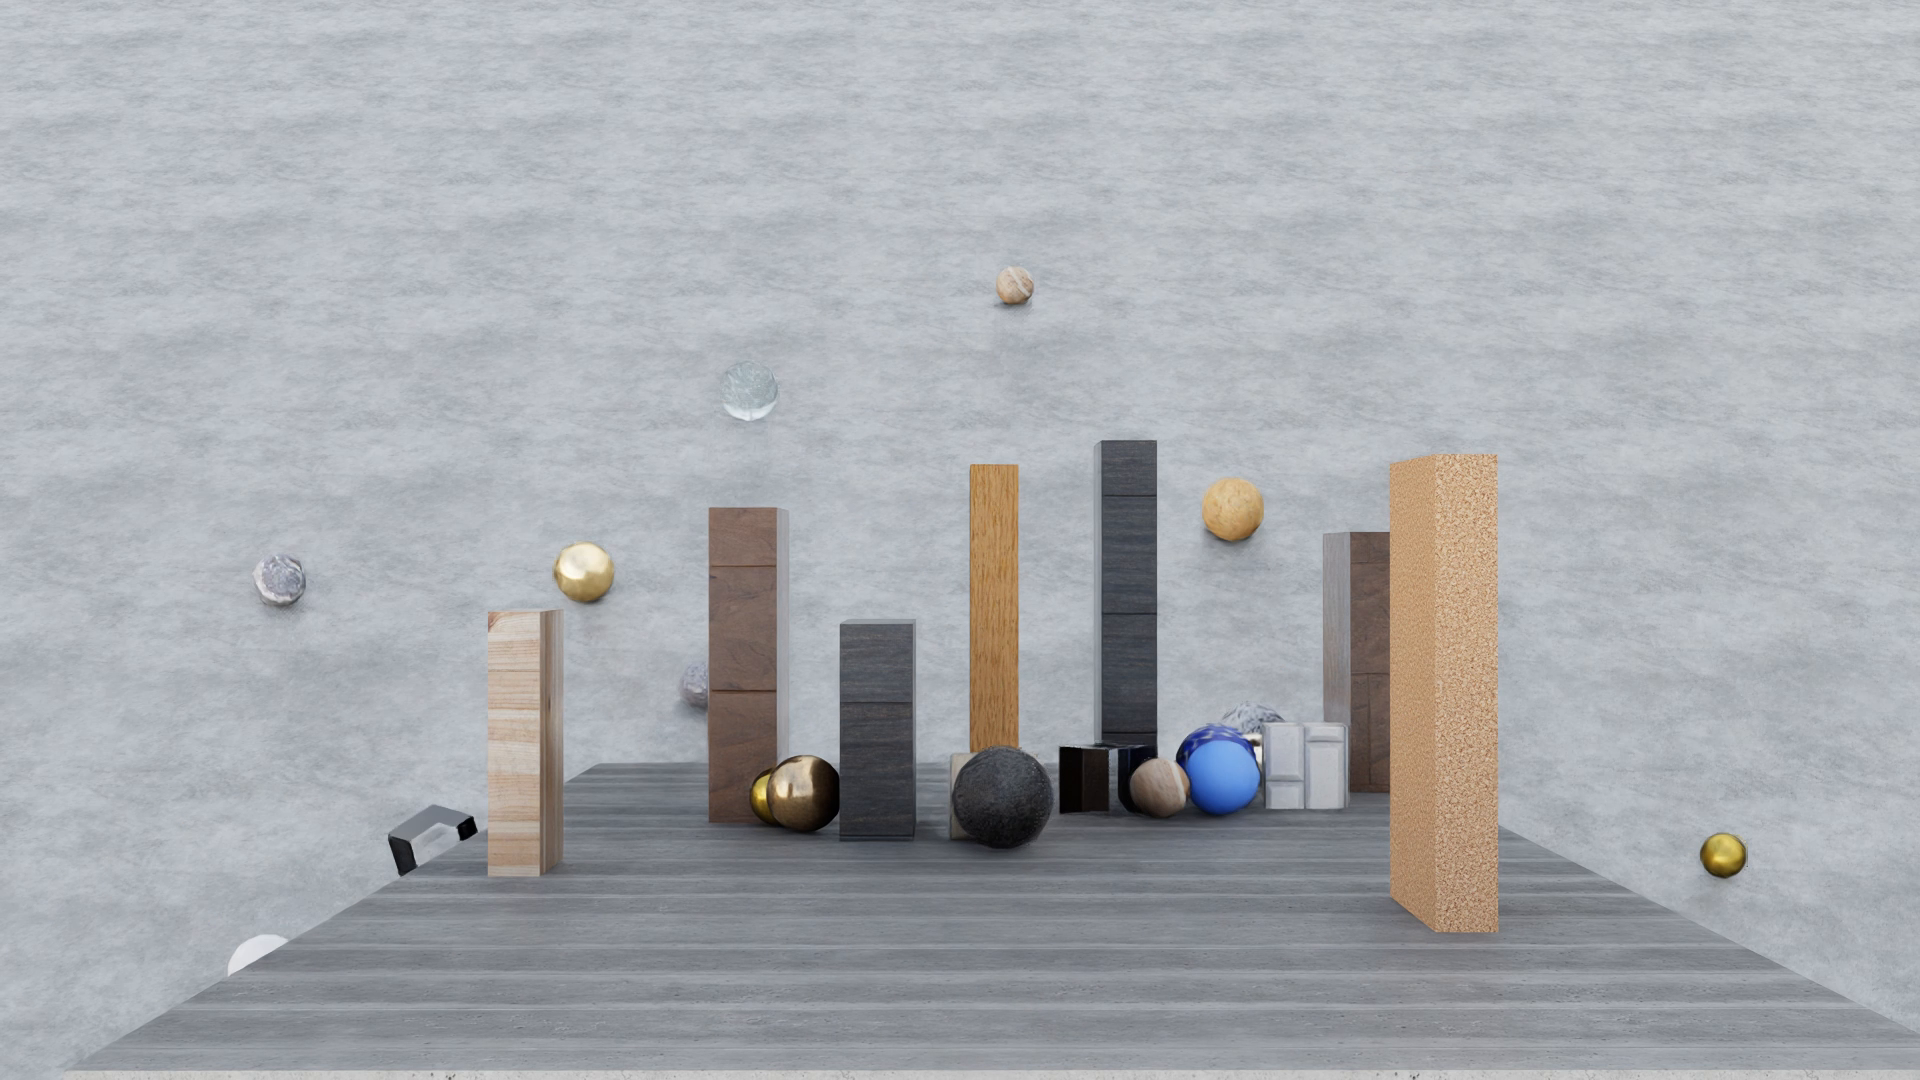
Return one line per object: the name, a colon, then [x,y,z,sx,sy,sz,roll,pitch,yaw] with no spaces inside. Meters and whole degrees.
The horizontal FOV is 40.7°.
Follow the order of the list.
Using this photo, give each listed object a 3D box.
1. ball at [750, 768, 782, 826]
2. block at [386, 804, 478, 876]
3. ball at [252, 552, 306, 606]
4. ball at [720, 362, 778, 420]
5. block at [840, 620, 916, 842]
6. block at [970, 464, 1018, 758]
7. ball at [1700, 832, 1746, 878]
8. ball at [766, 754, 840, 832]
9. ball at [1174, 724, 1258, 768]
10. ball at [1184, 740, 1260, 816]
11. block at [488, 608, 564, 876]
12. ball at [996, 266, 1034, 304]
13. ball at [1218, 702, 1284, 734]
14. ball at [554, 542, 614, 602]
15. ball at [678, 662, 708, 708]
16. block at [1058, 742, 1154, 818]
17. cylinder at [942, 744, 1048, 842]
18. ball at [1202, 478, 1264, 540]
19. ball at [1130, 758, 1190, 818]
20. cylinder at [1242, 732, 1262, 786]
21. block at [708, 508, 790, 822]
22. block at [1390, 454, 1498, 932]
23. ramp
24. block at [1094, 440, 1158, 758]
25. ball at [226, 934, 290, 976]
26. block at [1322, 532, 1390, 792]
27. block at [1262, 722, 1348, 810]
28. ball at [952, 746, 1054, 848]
ball: [-0.359,0.507,5.127,0.116,0.116,0.116,0,31,0]
block: [-1.281,0.763,6.352,0.151,0.151,0.151,9,30,38]
ball: [-1.963,0.114,7.471,0.154,0.154,0.154,0,31,0]
ball: [-0.688,-0.486,8.431,0.193,0.193,0.193,0,31,0]
block: [-0.157,0.361,5.028,0.137,0.407,0.375,0,0,0]
block: [0.066,0.211,5.164,0.092,0.710,0.408,0,0,0]
ball: [1.888,0.780,6.404,0.111,0.111,0.111,0,31,0]
ball: [-0.300,0.490,5.009,0.150,0.150,0.150,0,31,0]
ball: [0.544,0.480,5.502,0.175,0.175,0.175,0,31,0]
ball: [0.539,0.489,5.331,0.155,0.155,0.155,0,31,0]
block: [-0.744,0.341,4.446,0.086,0.441,0.264,0,0,0]
ball: [0.194,-0.902,9.178,0.138,0.138,0.138,0,31,0]
ball: [0.704,0.482,6.249,0.180,0.180,0.180,0,31,0]
ball: [-1.086,0.093,7.488,0.173,0.173,0.173,0,31,0]
ball: [-0.705,0.393,7.036,0.122,0.122,0.122,0,31,0]
block: [0.304,0.497,5.355,0.140,0.140,0.140,0,-1,-44]
cylinder: [0.064,0.483,4.876,0.162,0.162,0.162,-15,32,-3]
ball: [0.821,-0.093,7.781,0.189,0.189,0.189,0,31,0]
ball: [0.407,0.504,5.269,0.123,0.123,0.123,0,31,0]
cylinder: [0.625,0.506,5.947,0.127,0.127,0.127,0,29,-23]
block: [-0.435,0.251,5.377,0.136,0.632,0.383,0,0,0]
block: [0.718,0.218,3.866,0.089,0.678,0.385,0,0,0]
ramp: [0.069,0.613,4.686,2.000,0.100,4.000,0,0,0]
block: [0.357,0.179,5.612,0.118,0.778,0.312,0,0,0]
ball: [-1.553,0.972,5.804,0.174,0.174,0.174,0,31,0]
block: [0.940,0.277,6.069,0.117,0.588,0.443,0,0,0]
block: [0.737,0.482,5.544,0.172,0.172,0.172,0,0,4]
ball: [0.078,0.468,4.704,0.185,0.185,0.185,0,31,0]
